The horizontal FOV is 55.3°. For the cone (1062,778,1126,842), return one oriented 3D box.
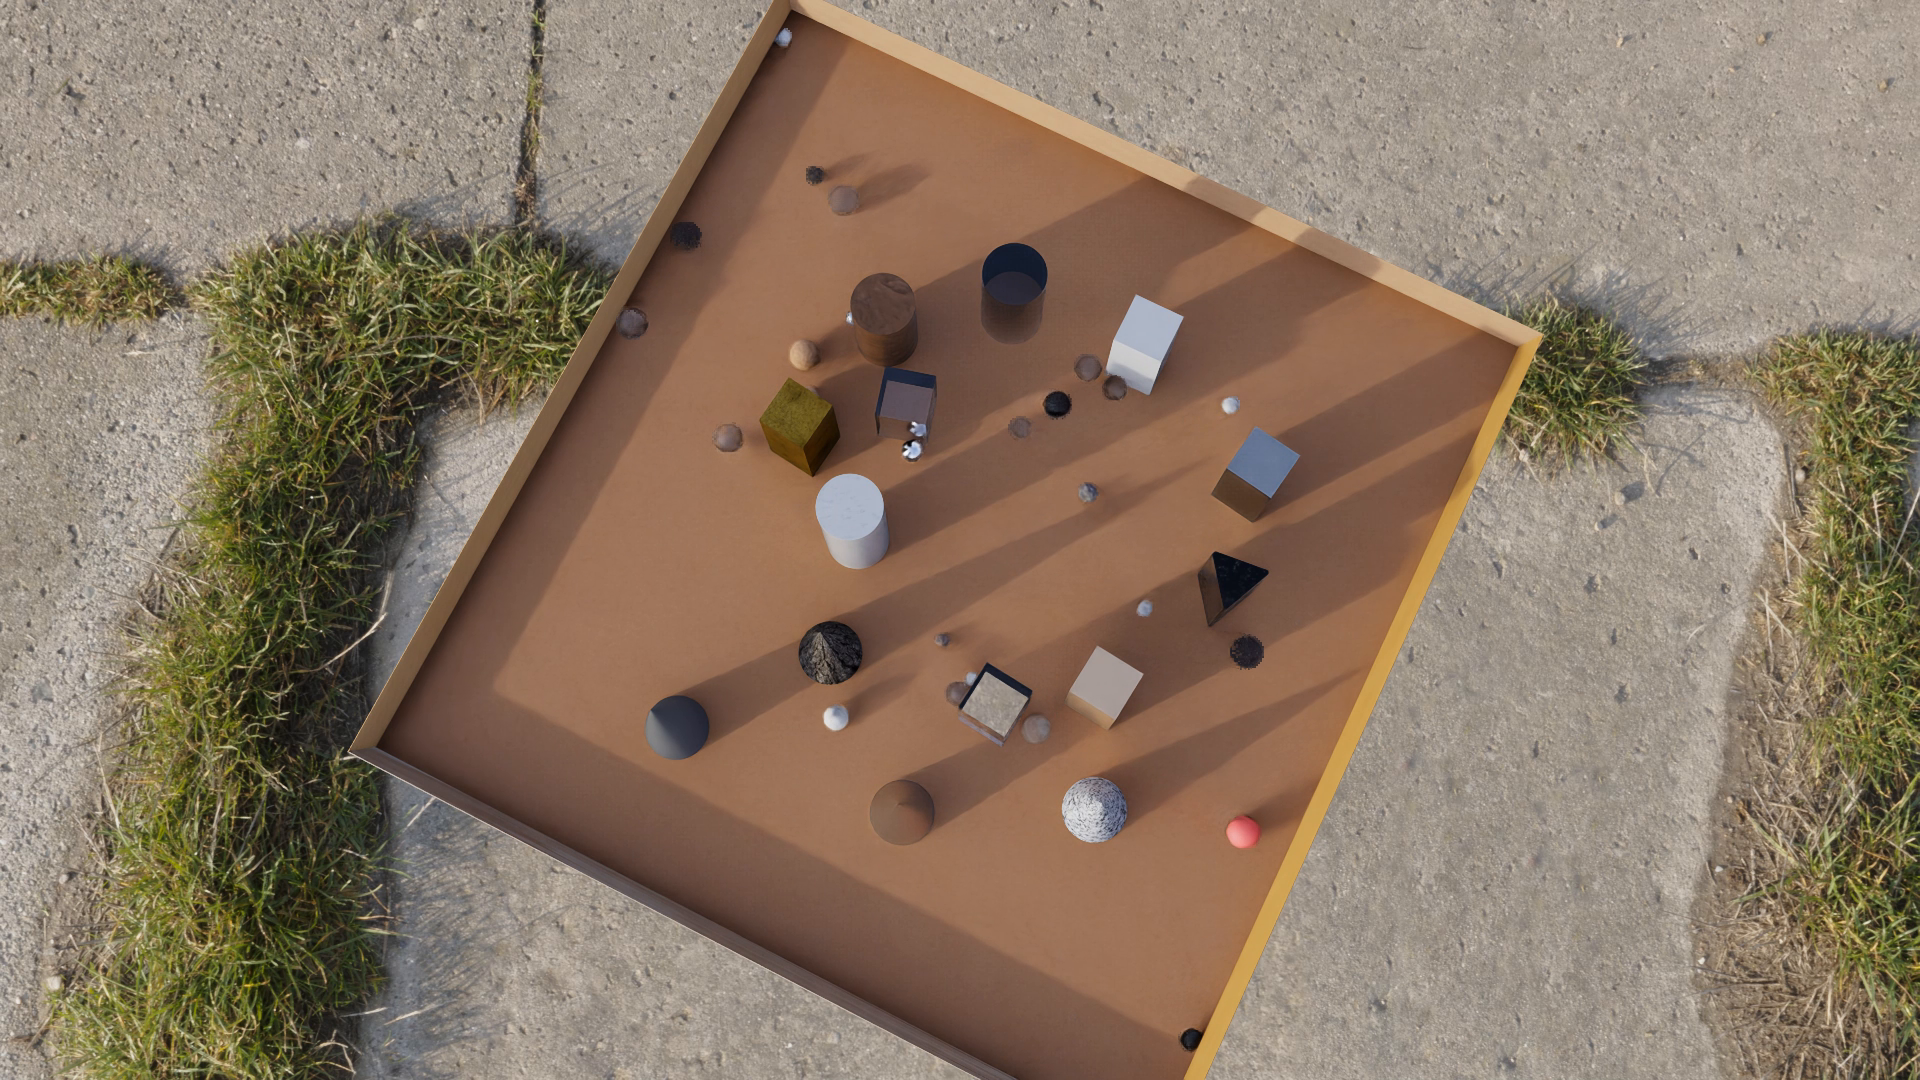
[{"bbox_3d":[0.400,0.773,5.308,0.194,0.292,0.194,0,78,0],"label":"cone"}]

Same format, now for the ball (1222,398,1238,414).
[{"bbox_3d":[0.836,-0.416,5.676,0.053,0.053,0.053,0,78,0],"label":"ball"}]

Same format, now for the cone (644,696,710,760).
[{"bbox_3d":[-0.850,0.515,5.266,0.194,0.479,0.194,0,78,0],"label":"cone"}]

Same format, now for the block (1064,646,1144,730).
[{"bbox_3d":[0.418,0.437,5.374,0.155,0.299,0.155,32,80,6],"label":"block"}]

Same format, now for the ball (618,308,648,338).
[{"bbox_3d":[-1.020,-0.676,5.708,0.094,0.094,0.094,0,78,0],"label":"ball"}]

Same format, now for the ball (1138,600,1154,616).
[{"bbox_3d":[0.563,0.205,5.551,0.046,0.046,0.046,0,78,0],"label":"ball"}]

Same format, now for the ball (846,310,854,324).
[{"bbox_3d":[-0.334,-0.698,5.738,0.046,0.046,0.046,0,78,0],"label":"ball"}]

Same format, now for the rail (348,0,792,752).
[{"bbox_3d":[-1.157,-0.560,5.667,0.045,0.126,2.746,26,80,5],"label":"rail"}]

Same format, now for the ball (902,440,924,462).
[{"bbox_3d":[-0.145,-0.274,5.637,0.071,0.071,0.071,0,78,0],"label":"ball"}]

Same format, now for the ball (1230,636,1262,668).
[{"bbox_3d":[0.859,0.336,5.500,0.093,0.093,0.093,0,78,0],"label":"ball"}]

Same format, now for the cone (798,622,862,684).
[{"bbox_3d":[-0.392,0.300,5.343,0.194,0.415,0.194,0,78,0],"label":"cone"}]

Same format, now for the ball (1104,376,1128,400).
[{"bbox_3d":[0.481,-0.469,5.676,0.075,0.075,0.075,0,78,0],"label":"ball"}]

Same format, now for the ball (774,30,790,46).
[{"bbox_3d":[-0.574,-1.622,5.926,0.052,0.052,0.052,0,78,0],"label":"ball"}]

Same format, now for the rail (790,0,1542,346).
[{"bbox_3d":[0.603,-1.175,5.794,2.634,0.126,0.045,26,80,5],"label":"rail"}]

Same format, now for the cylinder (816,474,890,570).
[{"bbox_3d":[-0.313,-0.050,5.404,0.194,0.436,0.194,0,78,0],"label":"cylinder"}]

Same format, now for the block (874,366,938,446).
[{"bbox_3d":[-0.162,-0.407,5.579,0.155,0.239,0.155,11,79,2],"label":"block"}]

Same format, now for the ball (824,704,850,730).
[{"bbox_3d":[-0.368,0.529,5.468,0.076,0.076,0.076,0,78,0],"label":"ball"}]

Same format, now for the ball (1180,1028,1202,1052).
[{"bbox_3d":[0.669,1.442,5.285,0.065,0.065,0.065,0,78,0],"label":"ball"}]

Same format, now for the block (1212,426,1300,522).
[{"bbox_3d":[0.880,-0.192,5.482,0.155,0.340,0.155,35,80,7],"label":"block"}]

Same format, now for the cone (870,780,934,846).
[{"bbox_3d":[-0.172,0.770,5.252,0.194,0.402,0.194,0,78,0],"label":"cone"}]

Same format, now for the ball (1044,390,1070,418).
[{"bbox_3d":[0.299,-0.419,5.660,0.084,0.084,0.084,0,78,0],"label":"ball"}]

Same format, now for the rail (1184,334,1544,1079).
[{"bbox_3d":[1.157,0.573,5.433,0.045,0.126,2.746,26,80,5],"label":"rail"}]

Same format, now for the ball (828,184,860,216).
[{"bbox_3d":[-0.367,-1.073,5.789,0.096,0.096,0.096,0,78,0],"label":"ball"}]

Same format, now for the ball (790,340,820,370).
[{"bbox_3d":[-0.480,-0.574,5.686,0.097,0.097,0.097,0,78,0],"label":"ball"}]

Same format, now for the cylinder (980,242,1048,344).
[{"bbox_3d":[0.161,-0.746,5.579,0.194,0.375,0.194,0,78,0],"label":"cylinder"}]

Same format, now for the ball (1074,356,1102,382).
[{"bbox_3d":[0.398,-0.531,5.684,0.083,0.083,0.083,0,78,0],"label":"ball"}]

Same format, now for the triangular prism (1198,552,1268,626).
[{"bbox_3d":[0.775,0.123,5.420,0.168,0.335,0.145,-39,81,-7],"label":"triangular prism"}]

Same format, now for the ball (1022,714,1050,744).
[{"bbox_3d":[0.226,0.561,5.456,0.087,0.087,0.087,0,78,0],"label":"ball"}]

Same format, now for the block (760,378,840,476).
[{"bbox_3d":[-0.477,-0.334,5.503,0.155,0.357,0.155,33,80,6],"label":"block"}]

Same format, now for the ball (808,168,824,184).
[{"bbox_3d":[-0.458,-1.158,5.829,0.053,0.053,0.053,0,78,0],"label":"ball"}]

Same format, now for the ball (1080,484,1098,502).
[{"bbox_3d":[0.394,-0.142,5.617,0.057,0.057,0.057,0,78,0],"label":"ball"}]

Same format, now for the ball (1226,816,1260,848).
[{"bbox_3d":[0.834,0.859,5.390,0.096,0.096,0.096,0,78,0],"label":"ball"}]

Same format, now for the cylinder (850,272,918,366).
[{"bbox_3d":[-0.229,-0.668,5.591,0.194,0.321,0.194,0,78,0],"label":"cylinder"}]

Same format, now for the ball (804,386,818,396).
[{"bbox_3d":[-0.475,-0.438,5.669,0.075,0.075,0.075,0,78,0],"label":"ball"}]

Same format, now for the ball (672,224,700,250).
[{"bbox_3d":[-0.863,-0.954,5.770,0.085,0.085,0.085,0,78,0],"label":"ball"}]

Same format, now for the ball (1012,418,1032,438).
[{"bbox_3d":[0.189,-0.344,5.656,0.062,0.062,0.062,0,78,0],"label":"ball"}]

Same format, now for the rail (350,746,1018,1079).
[{"bbox_3d":[-0.603,1.189,5.305,2.634,0.126,0.045,26,80,5],"label":"rail"}]

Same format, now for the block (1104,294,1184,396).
[{"bbox_3d":[0.555,-0.587,5.558,0.155,0.352,0.155,26,79,5],"label":"block"}]

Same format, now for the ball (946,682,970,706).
[{"bbox_3d":[-0.005,0.460,5.483,0.075,0.075,0.075,0,78,0],"label":"ball"}]

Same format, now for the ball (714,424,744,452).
[{"bbox_3d":[-0.712,-0.313,5.635,0.090,0.090,0.090,0,78,0],"label":"ball"}]

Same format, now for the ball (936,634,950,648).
[{"bbox_3d":[-0.051,0.303,5.533,0.041,0.041,0.041,0,78,0],"label":"ball"}]

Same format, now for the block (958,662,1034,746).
[{"bbox_3d":[0.101,0.484,5.359,0.155,0.308,0.155,32,80,6],"label":"block"}]

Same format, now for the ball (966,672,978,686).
[{"bbox_3d":[0.038,0.418,5.506,0.046,0.046,0.046,0,78,0],"label":"ball"}]
